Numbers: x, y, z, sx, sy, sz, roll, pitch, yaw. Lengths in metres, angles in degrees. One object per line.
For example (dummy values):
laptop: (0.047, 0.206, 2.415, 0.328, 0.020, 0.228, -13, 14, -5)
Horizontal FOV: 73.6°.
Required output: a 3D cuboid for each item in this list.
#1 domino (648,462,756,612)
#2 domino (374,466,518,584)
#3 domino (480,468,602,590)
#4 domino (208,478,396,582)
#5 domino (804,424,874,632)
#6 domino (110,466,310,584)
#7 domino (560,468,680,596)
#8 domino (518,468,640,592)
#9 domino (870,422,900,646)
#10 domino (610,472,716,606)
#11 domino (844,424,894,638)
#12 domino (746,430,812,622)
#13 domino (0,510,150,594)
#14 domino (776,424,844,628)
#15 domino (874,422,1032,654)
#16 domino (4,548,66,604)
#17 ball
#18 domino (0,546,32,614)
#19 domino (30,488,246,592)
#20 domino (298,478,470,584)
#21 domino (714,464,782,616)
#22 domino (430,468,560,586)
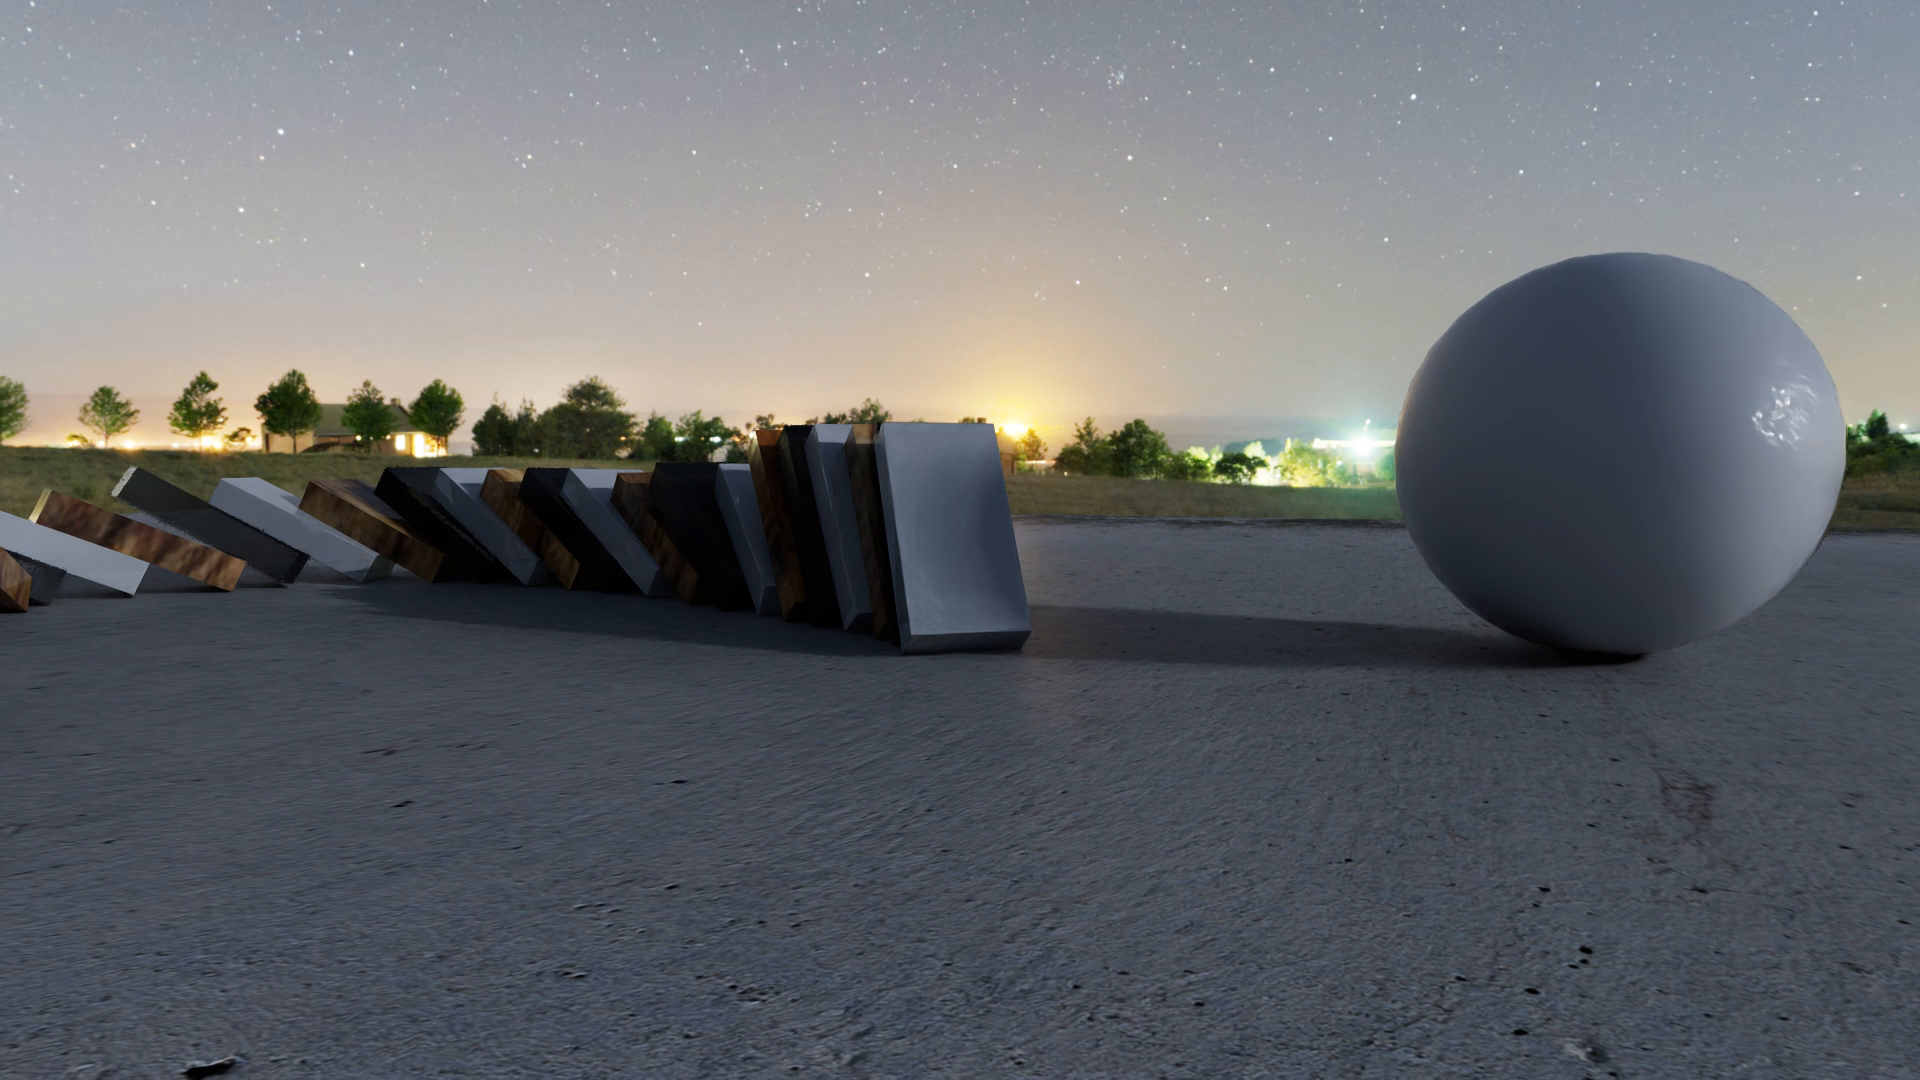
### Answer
domino: (-0.062, -0.002, 0.346, 0.025, 0.009, 0.050, -4, 42, -40)
domino: (-0.157, -0.005, 0.405, 0.050, 0.010, 0.025, 36, 16, 16)
domino: (-0.121, -0.004, 0.391, 0.050, 0.009, 0.025, 39, 24, 26)
domino: (-0.203, -0.003, 0.400, 0.050, 0.010, 0.025, 28, 1, -7)
domino: (-0.019, -0.004, 0.302, 0.025, 0.050, 0.010, -2, -28, -26)
domino: (-0.219, -0.004, 0.376, 0.050, 0.009, 0.025, 36, -19, -33)
domino: (-0.092, -0.003, 0.372, 0.025, 0.009, 0.050, -2, 36, -50)
domino: (-0.107, -0.004, 0.382, 0.050, 0.009, 0.025, 40, 25, 28)
domino: (-0.004, -0.002, 0.281, 0.025, 0.050, 0.009, -1, -29, -15)
domino: (-0.075, -0.002, 0.359, 0.025, 0.009, 0.050, -4, 37, -43)
domino: (-0.010, -0.003, 0.292, 0.025, 0.050, 0.009, -2, -29, -19)
domino: (-0.036, -0.004, 0.320, 0.025, 0.050, 0.010, -2, -31, -26)
domino: (-0.252, 0.001, 0.350, 0.050, 0.009, 0.025, 29, -16, -35)
domino: (-0.027, -0.004, 0.310, 0.025, 0.050, 0.009, -2, -28, -26)
domino: (-0.002, -0.001, 0.270, 0.025, 0.050, 0.010, -1, -29, -15)
domino: (-0.262, 0.002, 0.328, 0.025, 0.009, 0.050, 2, -22, 36)
ball: (0.129, -0.017, 0.257, 0.080, 0.080, 0.080, 0, 4, 0)
domino: (-0.242, 0.004, 0.301, 0.025, 0.009, 0.050, -1, -23, -17)
domino: (-0.233, 0.000, 0.365, 0.050, 0.009, 0.025, 29, -15, -37)
domino: (-0.179, -0.003, 0.406, 0.050, 0.009, 0.025, 28, 8, 7)
domino: (-0.046, -0.001, 0.335, 0.025, 0.009, 0.050, -1, 40, -26)
domino: (-0.139, -0.005, 0.400, 0.050, 0.010, 0.025, 38, 20, 22)
